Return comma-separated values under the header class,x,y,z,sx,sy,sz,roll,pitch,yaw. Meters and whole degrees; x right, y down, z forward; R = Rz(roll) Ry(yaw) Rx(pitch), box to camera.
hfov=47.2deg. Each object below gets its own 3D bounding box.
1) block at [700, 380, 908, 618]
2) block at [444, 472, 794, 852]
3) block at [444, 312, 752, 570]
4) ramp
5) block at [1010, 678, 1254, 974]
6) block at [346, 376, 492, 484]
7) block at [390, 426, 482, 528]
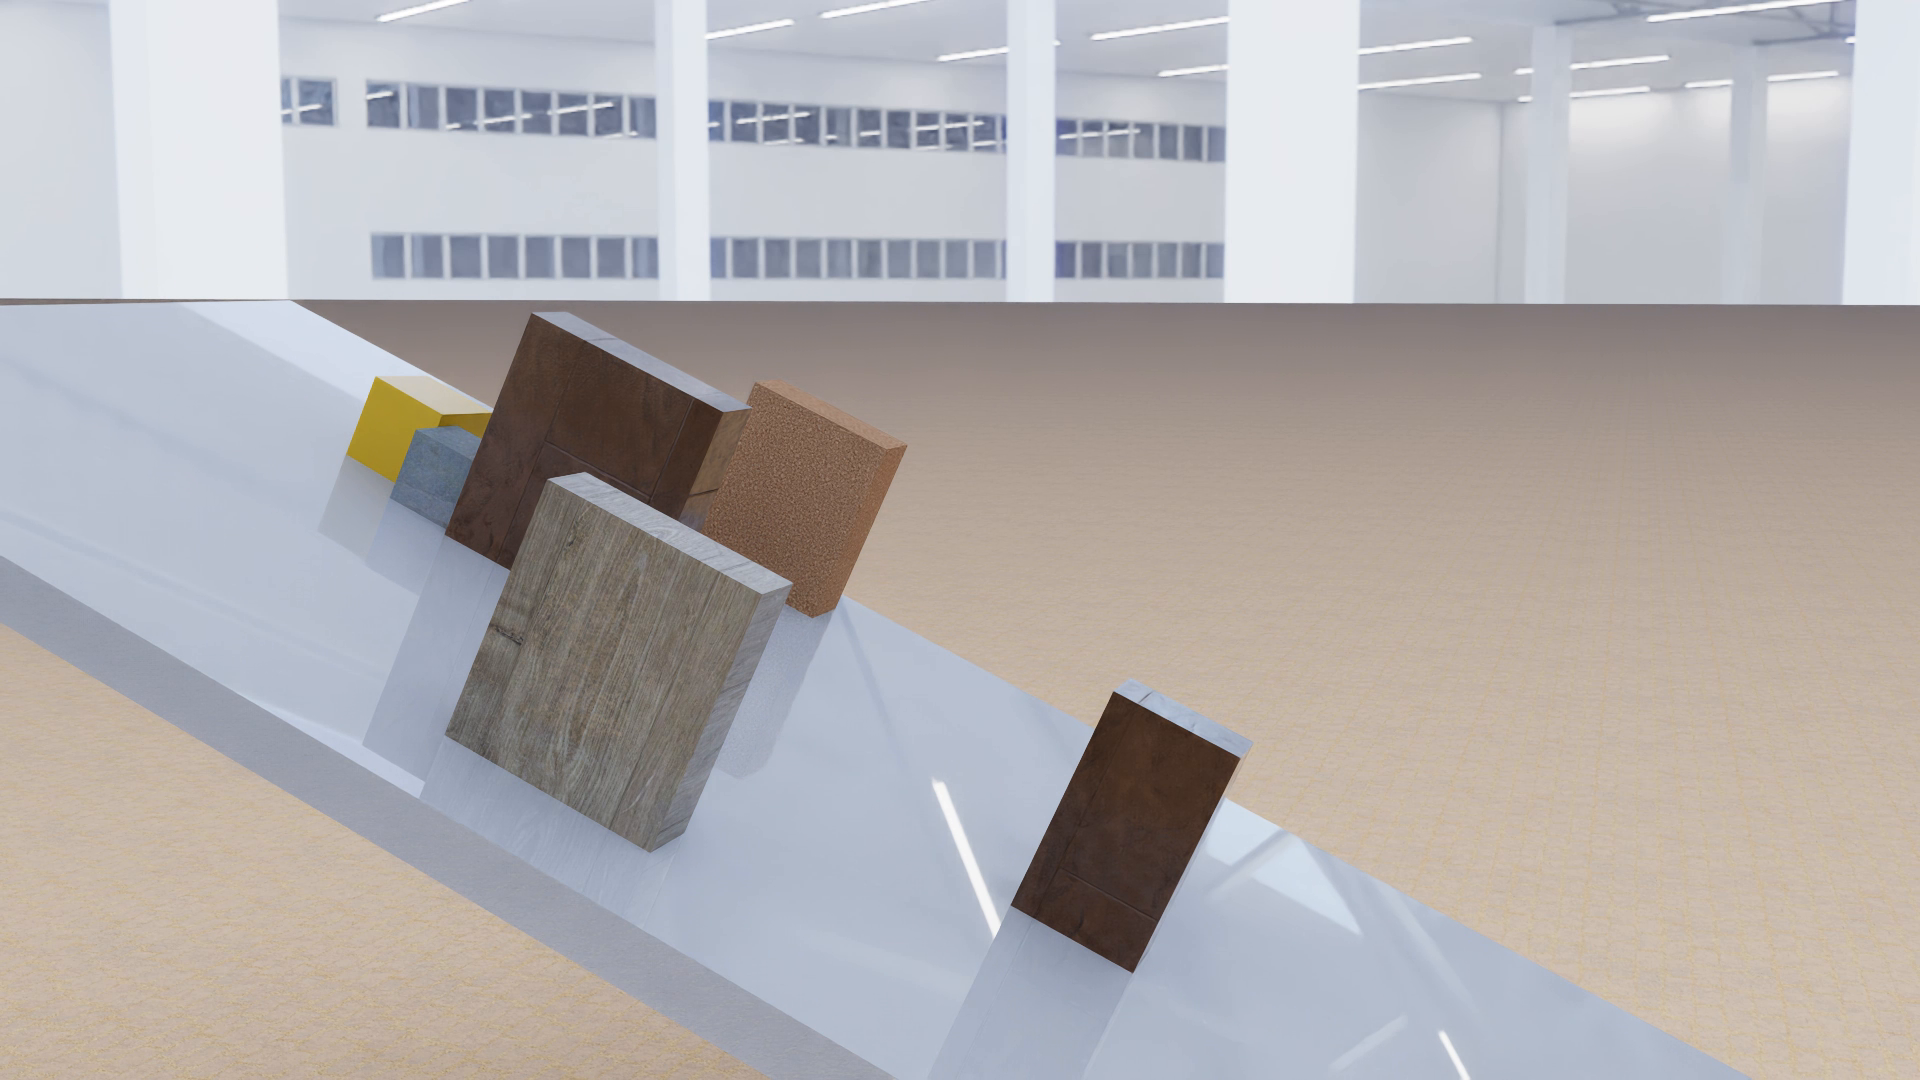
class,x,y,z,sx,sy,sz,roll,pitch,yaw
block,-0.371,-0.097,4.975,0.340,0.422,0.149,27,14,12
block,-0.544,0.190,3.491,0.394,0.460,0.129,27,14,12
block,-0.721,-0.136,4.371,0.444,0.489,0.146,27,14,12
ramp,-0.266,0.455,4.172,4.000,0.100,2.000,27,14,12
block,0.300,0.497,3.846,0.244,0.432,0.133,27,14,12
block,-1.142,-0.226,4.647,0.181,0.181,0.181,29,14,17
block,-1.038,-0.127,4.508,0.155,0.155,0.155,28,14,14
